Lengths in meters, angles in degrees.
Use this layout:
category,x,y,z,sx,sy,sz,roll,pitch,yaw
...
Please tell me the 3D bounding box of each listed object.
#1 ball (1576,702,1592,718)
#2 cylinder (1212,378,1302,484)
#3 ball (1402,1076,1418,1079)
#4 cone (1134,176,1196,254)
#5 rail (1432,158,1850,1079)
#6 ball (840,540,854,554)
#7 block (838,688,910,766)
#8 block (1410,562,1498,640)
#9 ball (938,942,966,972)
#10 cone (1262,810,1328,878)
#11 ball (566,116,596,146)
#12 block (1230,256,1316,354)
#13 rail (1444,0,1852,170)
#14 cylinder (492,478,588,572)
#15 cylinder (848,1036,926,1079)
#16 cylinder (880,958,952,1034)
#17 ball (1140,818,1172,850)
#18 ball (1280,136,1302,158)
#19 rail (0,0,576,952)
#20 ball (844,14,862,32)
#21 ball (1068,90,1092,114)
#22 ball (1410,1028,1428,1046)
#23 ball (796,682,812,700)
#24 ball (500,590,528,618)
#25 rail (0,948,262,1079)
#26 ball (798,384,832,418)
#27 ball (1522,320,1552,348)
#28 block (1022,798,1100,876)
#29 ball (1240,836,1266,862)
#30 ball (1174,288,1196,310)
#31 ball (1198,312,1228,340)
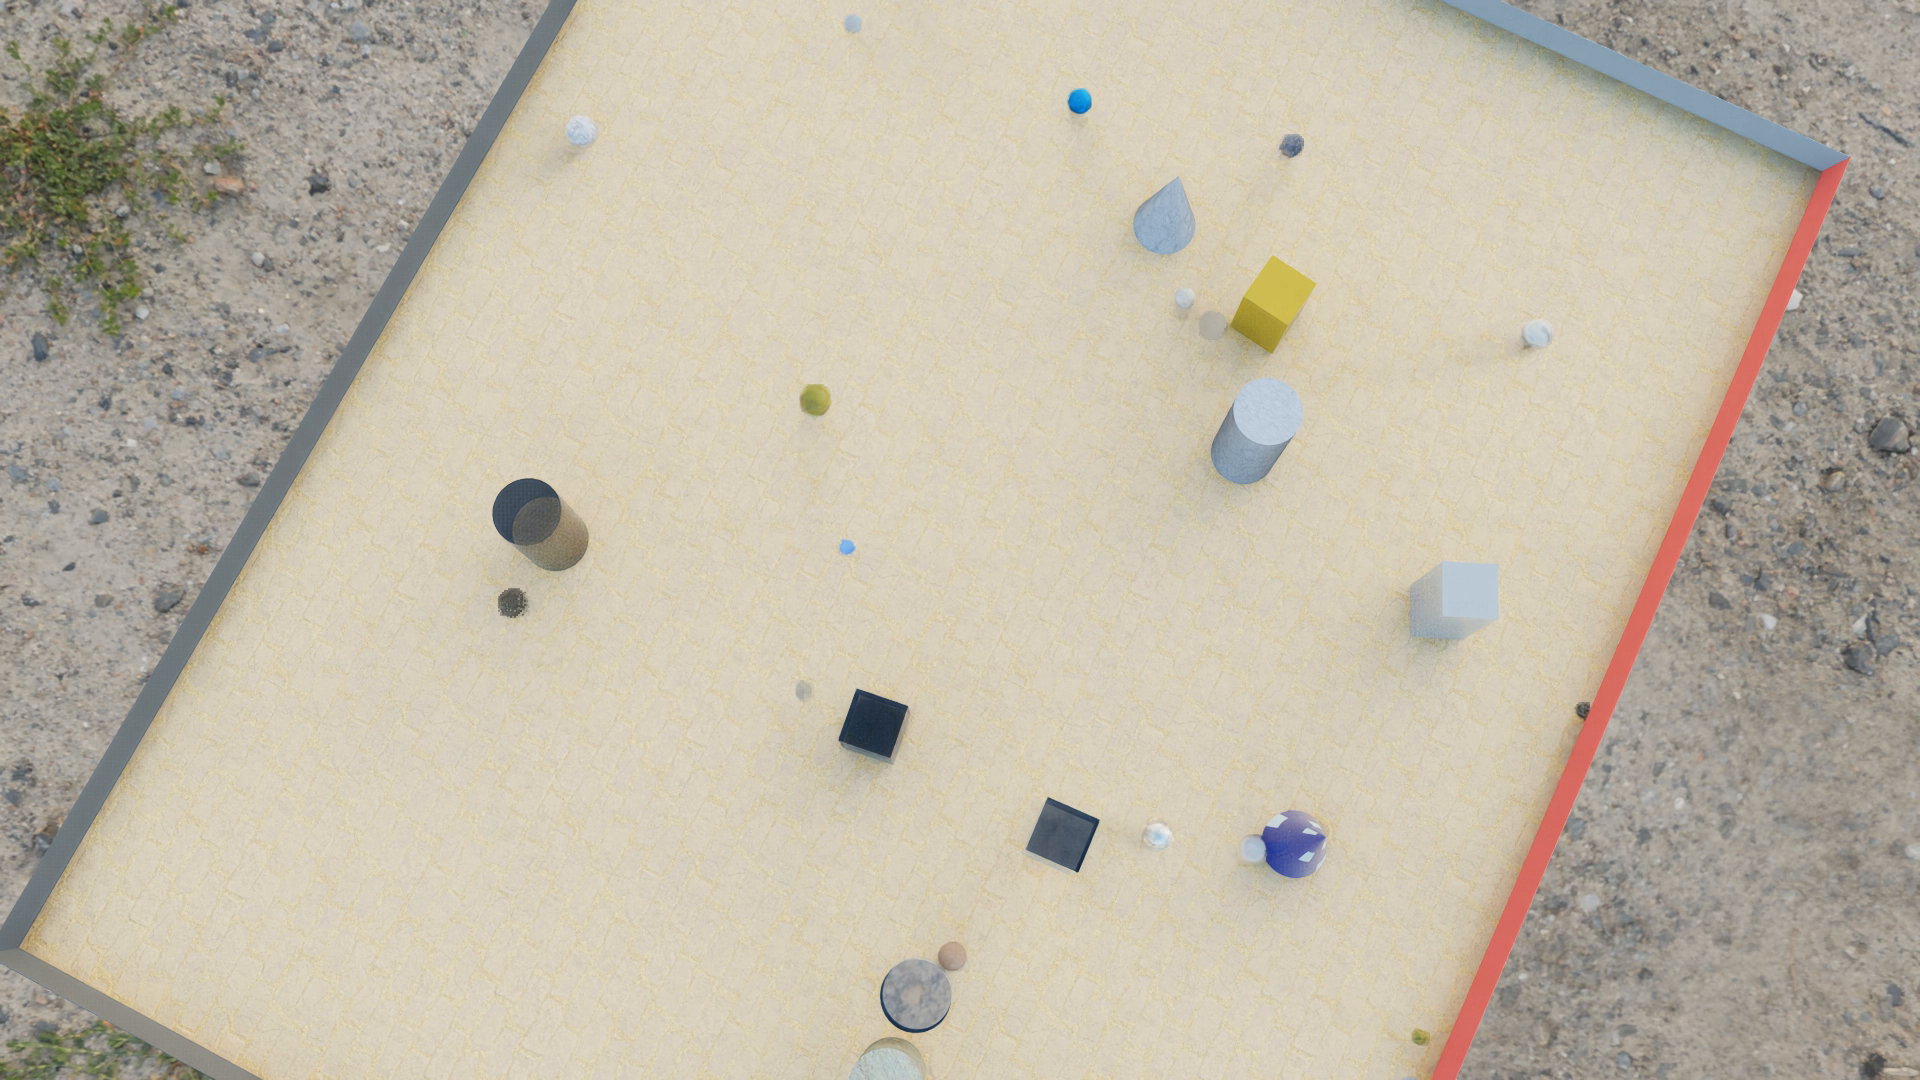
category,x,y,z,sx,sy,sz,roll,pitch,yaw
ball,1.870,0.511,5.486,0.048,0.048,0.048,0,78,0
cylinder,0.876,-0.317,5.438,0.198,0.478,0.198,0,78,0
ball,1.290,1.579,5.249,0.080,0.080,0.080,0,78,0
cone,0.649,-1.042,5.630,0.198,0.396,0.198,0,78,0
rail,1.722,0.850,5.374,0.045,0.129,4.674,26,80,5
ball,-0.344,0.022,5.588,0.047,0.047,0.047,0,78,0
block,-0.249,0.550,5.380,0.159,0.241,0.159,18,79,4
block,1.447,0.181,5.383,0.159,0.384,0.159,3,78,1
ball,-0.022,1.210,5.323,0.084,0.084,0.084,0,78,0
cone,0.992,0.853,5.198,0.198,0.473,0.198,0,78,0
ball,-1.209,-1.301,5.837,0.095,0.095,0.095,0,78,0
block,0.958,-0.719,5.620,0.159,0.285,0.159,35,80,7
rail,1.034,-2.019,5.968,3.898,0.129,0.045,26,80,5
cylinder,-1.237,-0.041,5.425,0.198,0.392,0.198,0,78,0
cylinder,-0.197,1.490,5.063,0.198,0.480,0.198,0,78,0
cylinder,-0.122,1.287,5.196,0.198,0.302,0.198,0,78,0
ball,0.578,0.865,5.391,0.091,0.091,0.091,0,78,0
ball,1.055,-1.256,5.842,0.068,0.068,0.068,0,78,0
rail,-1.722,-0.836,5.723,0.045,0.129,4.674,26,80,5
ball,-0.344,-1.672,5.933,0.058,0.058,0.058,0,78,0
ball,0.385,-1.403,5.868,0.077,0.077,0.077,0,78,0
ball,1.327,1.435,5.295,0.048,0.048,0.048,0,78,0
ball,-0.468,0.453,5.496,0.052,0.052,0.052,0,78,0
ball,-1.348,0.193,5.533,0.085,0.085,0.085,0,78,0
rail,-1.034,2.033,5.129,3.898,0.129,0.045,26,80,5
ball,-0.447,-0.429,5.655,0.099,0.099,0.099,0,78,0
ball,1.794,-0.642,5.704,0.089,0.089,0.089,0,78,0
block,0.286,0.853,5.257,0.159,0.359,0.159,23,79,5
ball,0.861,0.909,5.390,0.075,0.075,0.075,0,78,0
ball,0.706,-0.753,5.739,0.067,0.067,0.067,0,78,0
ball,0.789,-0.667,5.709,0.089,0.089,0.089,0,78,0
